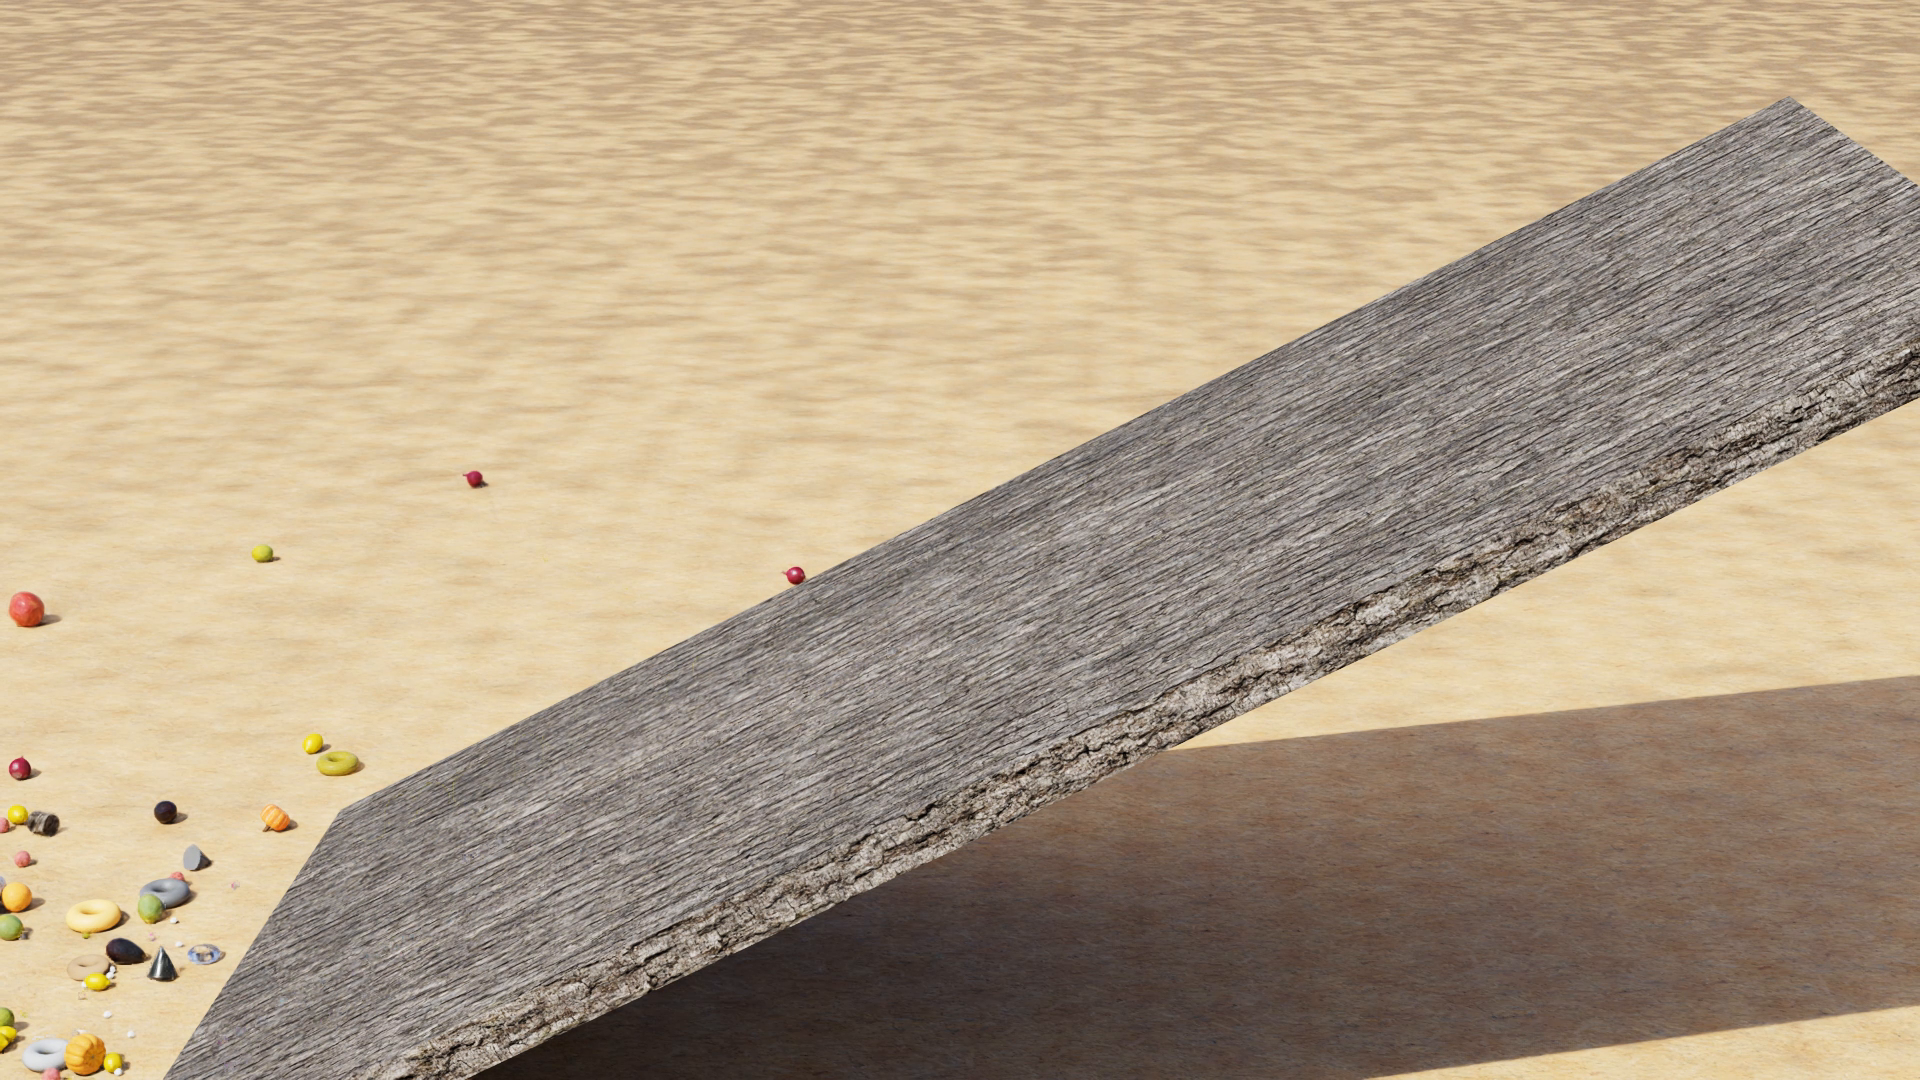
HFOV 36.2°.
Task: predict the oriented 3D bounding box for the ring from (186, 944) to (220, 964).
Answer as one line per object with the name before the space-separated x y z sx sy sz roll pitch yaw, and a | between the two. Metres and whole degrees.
ring | -1.782 0.976 6.934 0.078 0.026 0.078 1 18 0

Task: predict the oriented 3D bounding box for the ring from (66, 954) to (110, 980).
ring | -2.032 0.997 6.857 0.098 0.033 0.098 0 18 0

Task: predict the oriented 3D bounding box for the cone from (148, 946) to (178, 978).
cone | -1.854 0.976 6.835 0.071 0.071 0.071 1 5 0

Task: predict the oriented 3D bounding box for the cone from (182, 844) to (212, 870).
cone | -1.923 0.810 7.462 0.067 0.067 0.067 14 -5 38

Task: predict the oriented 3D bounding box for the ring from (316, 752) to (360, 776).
ring | -1.710 0.614 8.083 0.117 0.039 0.117 0 18 0

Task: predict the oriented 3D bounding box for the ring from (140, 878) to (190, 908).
ring | -1.960 0.871 7.248 0.122 0.041 0.122 0 19 0

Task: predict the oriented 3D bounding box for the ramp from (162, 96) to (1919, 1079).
ramp | 0.140 0.167 6.281 4.000 0.100 2.000 -26 14 10

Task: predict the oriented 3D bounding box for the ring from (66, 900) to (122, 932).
ring | -2.098 0.910 7.119 0.130 0.043 0.130 0 18 0

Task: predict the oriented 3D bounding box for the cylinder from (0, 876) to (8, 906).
cylinder | -2.389 0.865 7.178 0.094 0.094 0.094 3 7 10

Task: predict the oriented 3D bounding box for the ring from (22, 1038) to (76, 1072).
ring | -1.991 1.126 6.429 0.115 0.038 0.115 1 17 0
